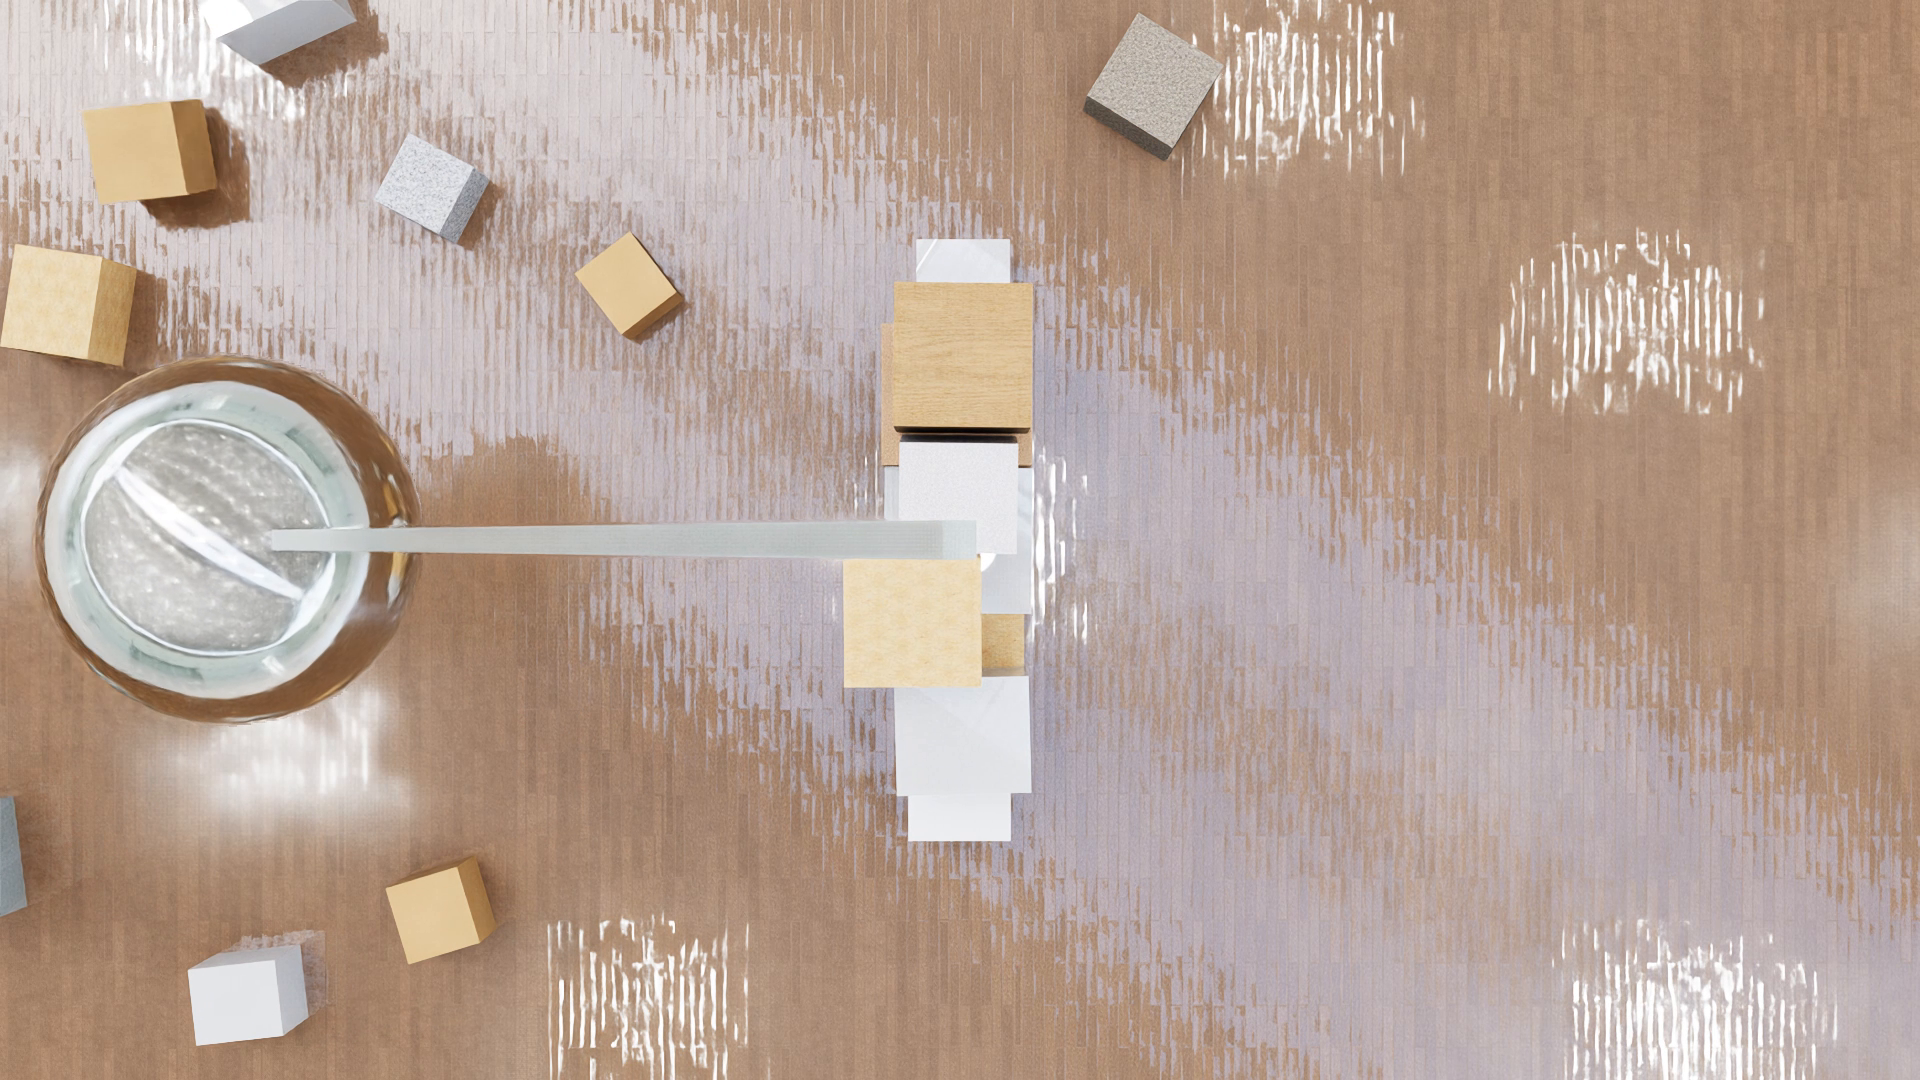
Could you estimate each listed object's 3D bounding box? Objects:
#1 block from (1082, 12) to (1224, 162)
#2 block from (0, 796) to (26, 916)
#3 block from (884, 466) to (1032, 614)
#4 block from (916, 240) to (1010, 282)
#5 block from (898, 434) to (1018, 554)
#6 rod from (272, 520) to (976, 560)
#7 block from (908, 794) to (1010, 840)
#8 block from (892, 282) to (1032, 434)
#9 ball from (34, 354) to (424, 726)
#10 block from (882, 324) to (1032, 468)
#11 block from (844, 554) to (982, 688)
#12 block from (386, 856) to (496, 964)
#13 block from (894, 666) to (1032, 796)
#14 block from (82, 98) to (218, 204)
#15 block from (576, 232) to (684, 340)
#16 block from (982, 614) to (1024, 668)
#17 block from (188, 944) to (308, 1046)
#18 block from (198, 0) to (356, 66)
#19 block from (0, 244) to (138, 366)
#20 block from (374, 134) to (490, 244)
[{"bbox_3d":[1.115,-2.621,12.769,0.574,0.462,0.555,32,90,0],"label":"block"},{"bbox_3d":[-5.877,1.880,12.650,0.648,0.701,0.657,-7,90,0],"label":"block"},{"bbox_3d":[-0.012,0.001,12.591,0.820,0.817,0.806,1,90,0],"label":"block"},{"bbox_3d":[0.017,-1.452,12.722,0.526,0.556,0.496,0,90,0],"label":"block"},{"bbox_3d":[-0.009,-0.253,11.868,0.624,0.557,0.585,1,97,0],"label":"block"},{"bbox_3d":[-1.365,0.000,6.644,0.080,5.200,0.080,0,90,-32],"label":"rod"},{"bbox_3d":[-0.003,1.403,12.714,0.575,0.572,0.595,0,90,0],"label":"block"},{"bbox_3d":[0.015,-0.966,11.791,0.720,0.675,0.752,1,90,0],"label":"block"},{"bbox_3d":[-3.149,0.000,9.538,1.600,1.600,1.600,0,90,0],"label":"ball"},{"bbox_3d":[-0.017,-0.804,12.564,0.831,0.871,0.780,0,90,0],"label":"block"},{"bbox_3d":[-0.246,0.397,11.808,0.716,0.745,0.677,0,95,0],"label":"block"},{"bbox_3d":[-3.005,2.141,12.766,0.424,0.468,0.452,-17,90,0],"label":"block"},{"bbox_3d":[0.014,1.044,12.110,0.722,0.607,0.627,-1,92,0],"label":"block"},{"bbox_3d":[-4.655,-2.244,12.668,0.499,0.557,0.521,-6,103,1],"label":"block"},{"bbox_3d":[-1.922,-1.477,12.816,0.400,0.368,0.440,-38,90,0],"label":"block"},{"bbox_3d":[0.007,0.754,12.708,0.706,0.585,0.683,0,90,0],"label":"block"},{"bbox_3d":[-4.123,2.633,12.756,0.497,0.488,0.434,-6,90,0],"label":"block"},{"bbox_3d":[-3.991,-3.219,12.637,0.650,0.726,0.623,-24,90,0],"label":"block"},{"bbox_3d":[-5.154,-1.352,12.735,0.498,0.529,0.585,8,90,0],"label":"block"},{"bbox_3d":[-3.065,-2.038,12.784,0.421,0.432,0.431,28,90,0],"label":"block"}]
